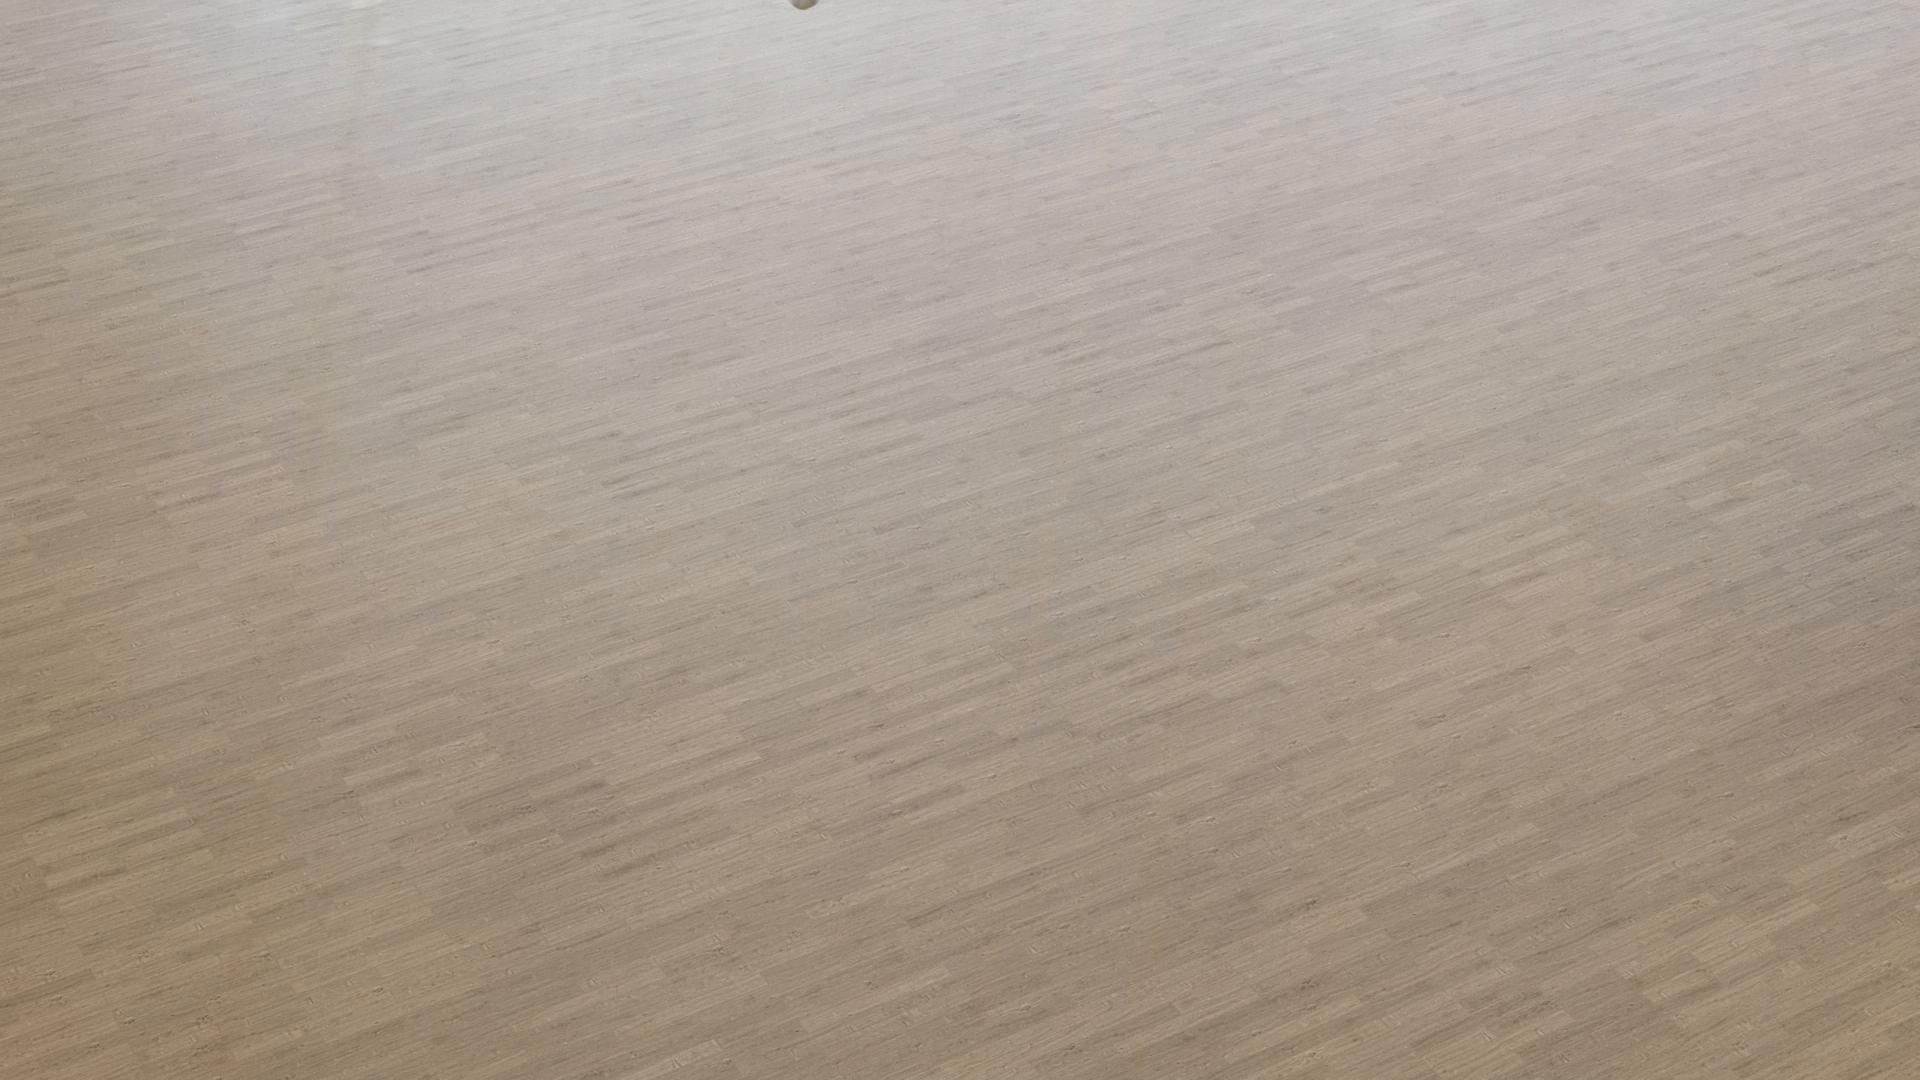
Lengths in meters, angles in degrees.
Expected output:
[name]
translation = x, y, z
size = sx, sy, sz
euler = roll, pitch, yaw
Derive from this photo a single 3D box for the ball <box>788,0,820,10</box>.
[ball]
translation = -0.478, -1.680, 8.957
size = 0.119, 0.119, 0.119
euler = 0, 33, 0
